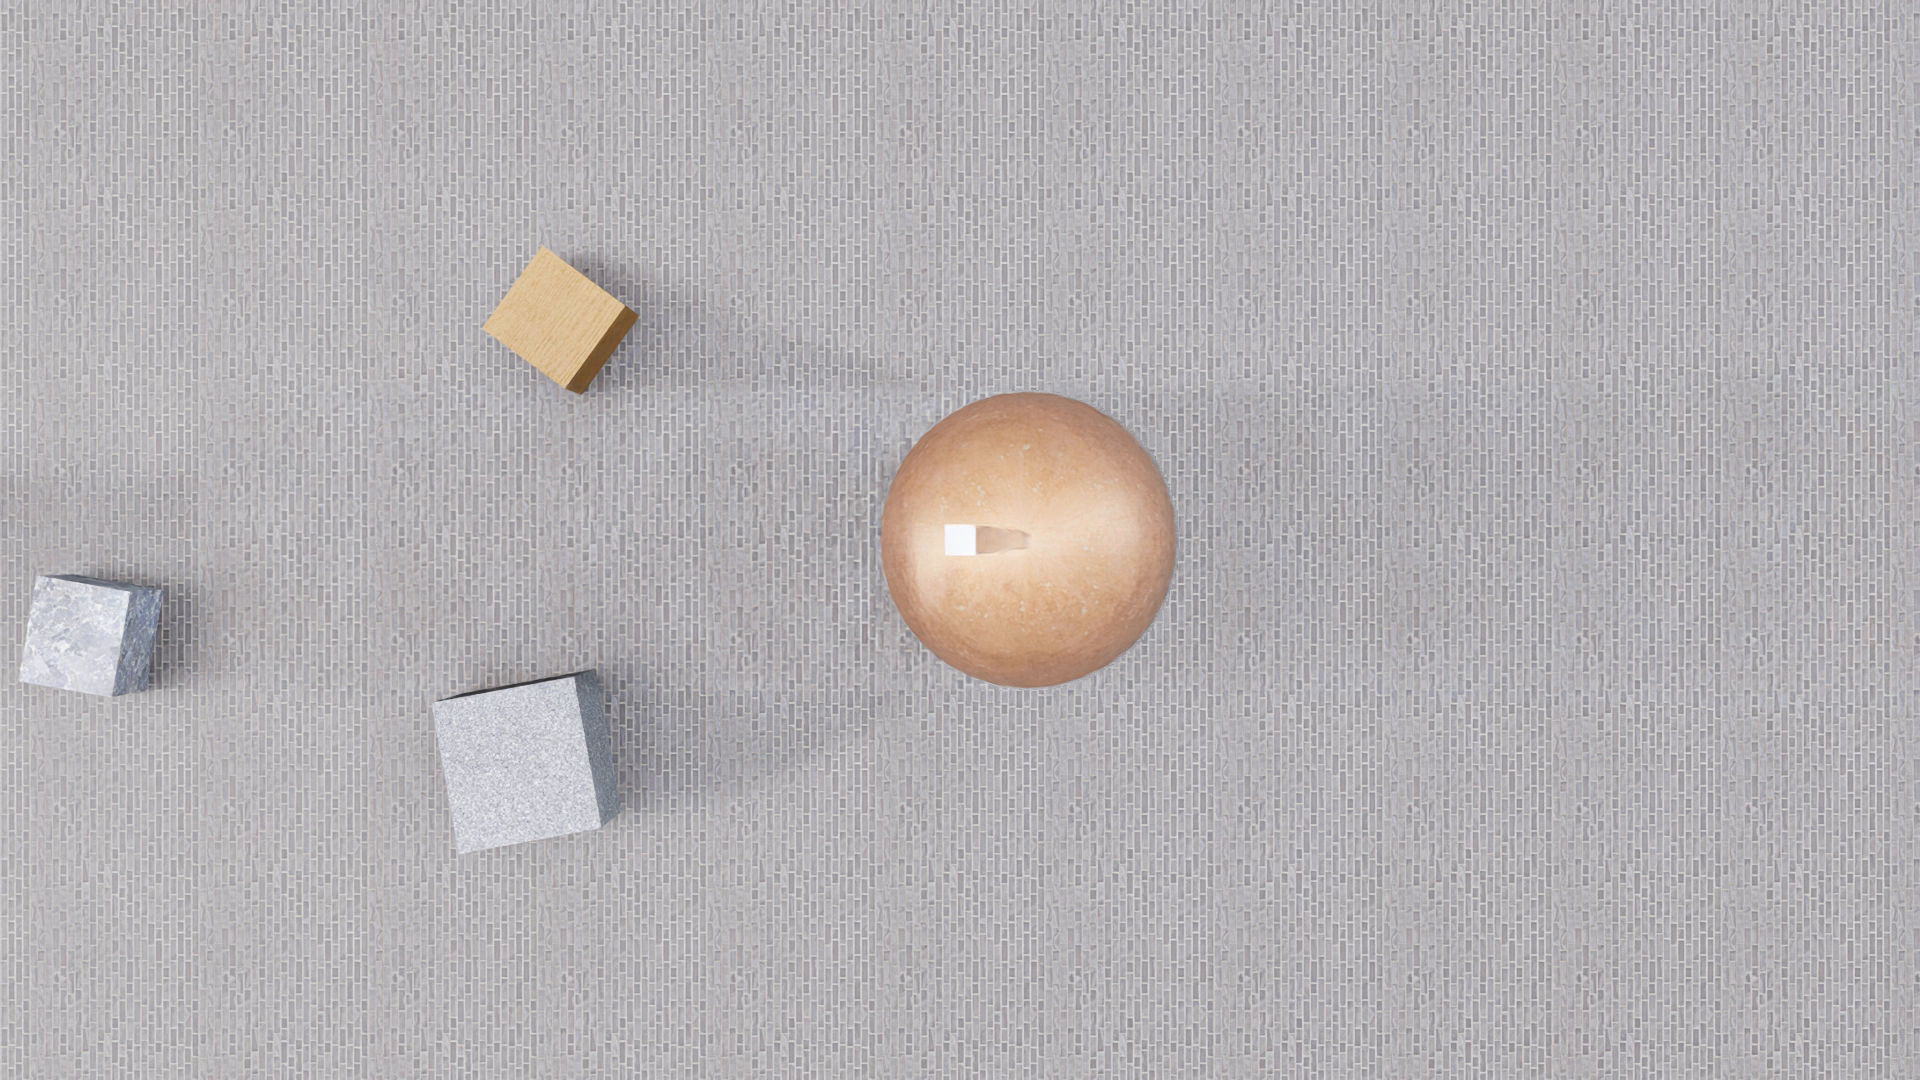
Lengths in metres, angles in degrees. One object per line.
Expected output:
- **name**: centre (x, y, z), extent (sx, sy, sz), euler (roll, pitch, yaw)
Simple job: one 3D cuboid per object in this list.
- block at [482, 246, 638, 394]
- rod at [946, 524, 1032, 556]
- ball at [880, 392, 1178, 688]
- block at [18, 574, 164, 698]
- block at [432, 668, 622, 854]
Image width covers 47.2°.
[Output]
- **block**: centre (-2.298, -1.262, 12.719), extent (0.579, 0.562, 0.580), euler (36, 90, 0)
- **rod**: centre (0.159, 0.000, 8.446), extent (0.080, 5.200, 0.080), euler (0, 90, 4)
- **ball**: centre (0.367, 0.000, 11.840), extent (1.600, 1.600, 1.600), euler (0, 90, 0)
- **block**: centre (-5.025, 0.547, 12.737), extent (0.537, 0.526, 0.607), euler (10, 90, 0)
- **block**: centre (-2.473, 1.257, 12.630), extent (0.808, 0.740, 0.858), euler (-10, 90, 0)
